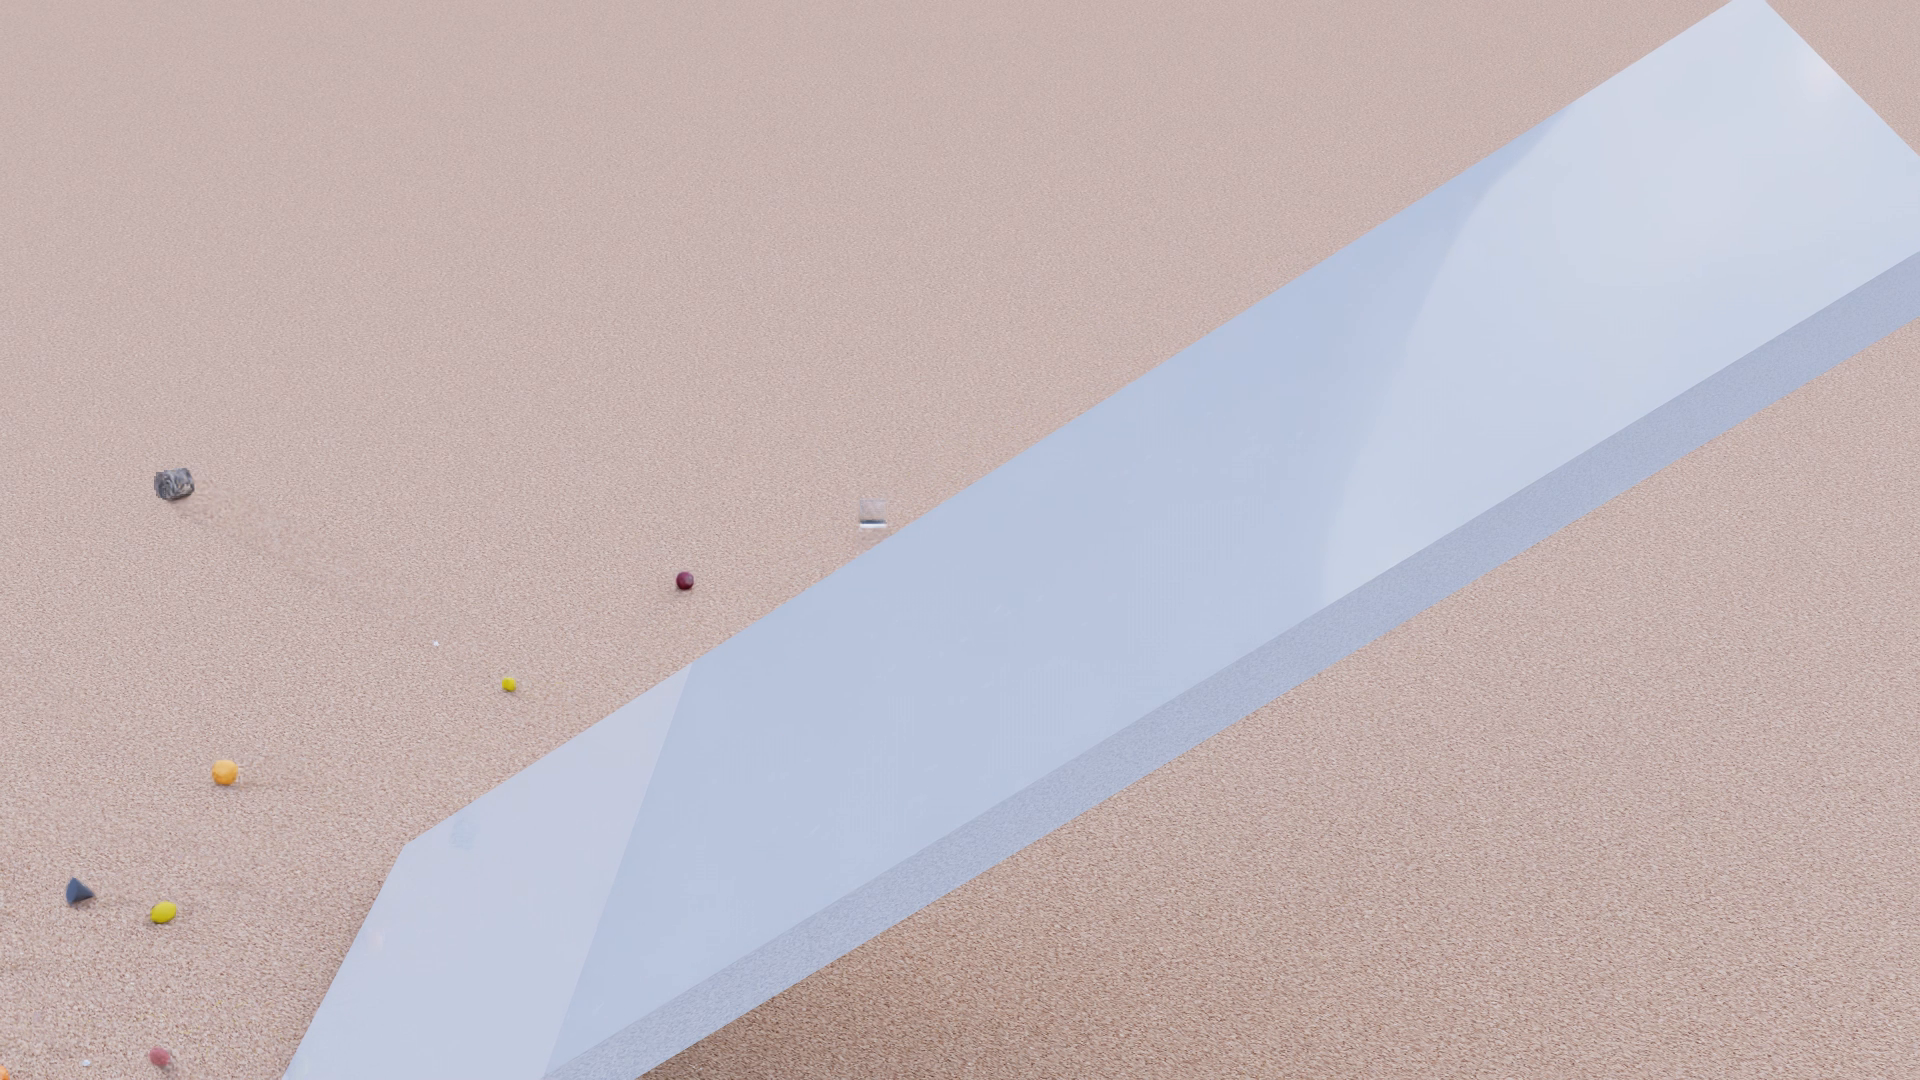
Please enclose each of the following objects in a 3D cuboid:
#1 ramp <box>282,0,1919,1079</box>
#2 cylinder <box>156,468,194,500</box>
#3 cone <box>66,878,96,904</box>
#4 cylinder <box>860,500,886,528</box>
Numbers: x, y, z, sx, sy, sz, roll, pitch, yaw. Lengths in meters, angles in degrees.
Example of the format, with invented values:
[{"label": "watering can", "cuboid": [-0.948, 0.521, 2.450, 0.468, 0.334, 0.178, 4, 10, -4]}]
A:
[{"label": "ramp", "cuboid": [0.136, 0.174, 6.305, 4.000, 0.100, 2.000, -32, 16, 15]}, {"label": "cylinder", "cuboid": [-2.774, -0.195, 10.396, 0.094, 0.094, 0.094, -17, 27, -38]}, {"label": "cone", "cuboid": [-2.273, 0.917, 7.630, 0.067, 0.067, 0.067, 18, 8, -36]}, {"label": "cylinder", "cuboid": [-0.300, -0.090, 10.131, 0.092, 0.092, 0.092, 2, 21, -4]}]
